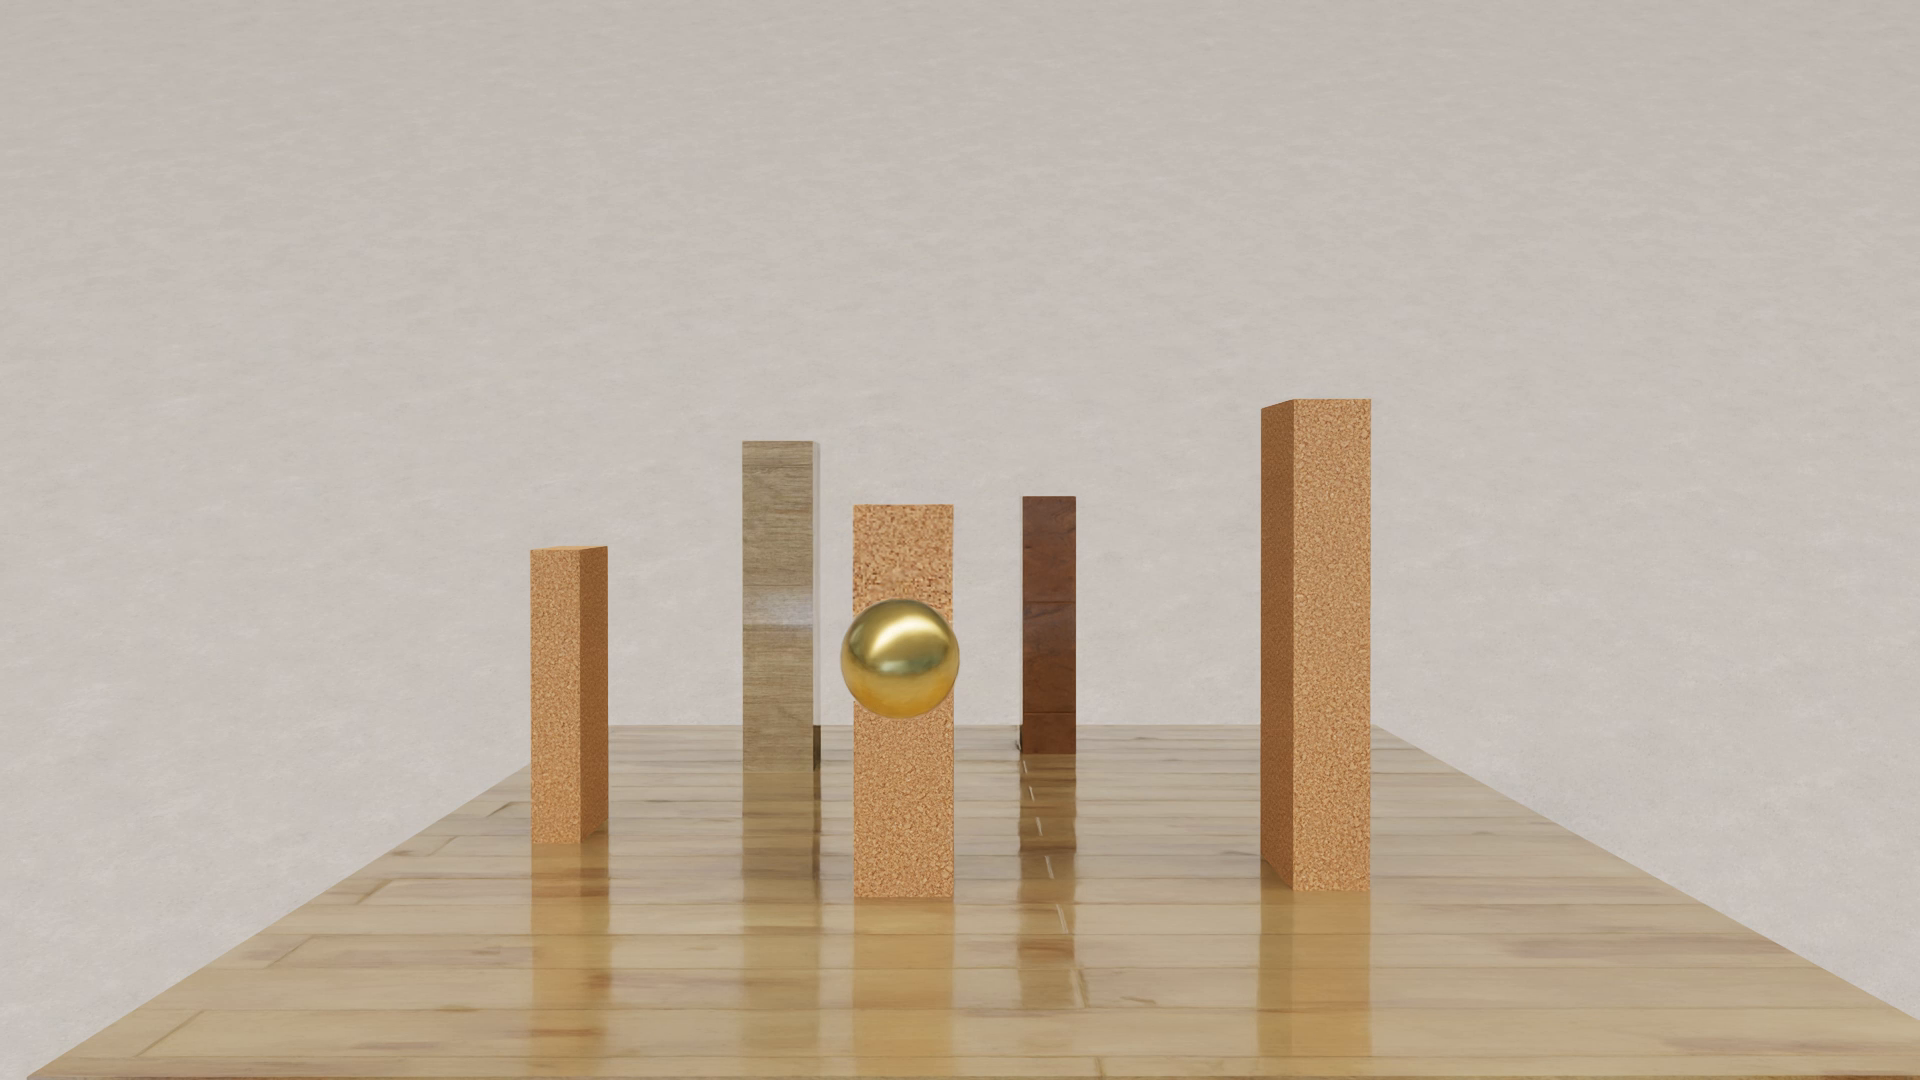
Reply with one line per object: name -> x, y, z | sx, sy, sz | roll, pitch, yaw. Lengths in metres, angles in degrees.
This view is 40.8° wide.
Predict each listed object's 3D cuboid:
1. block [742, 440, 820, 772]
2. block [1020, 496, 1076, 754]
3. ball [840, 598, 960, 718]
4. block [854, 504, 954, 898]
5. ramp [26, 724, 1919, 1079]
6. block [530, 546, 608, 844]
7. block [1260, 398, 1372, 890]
block -> -0.386, 0.138, 5.617 | 0.149, 0.700, 0.310 | 0, 1, 0
block -> 0.201, 0.190, 5.961 | 0.121, 0.583, 0.275 | 0, 1, 0
ball -> -0.063, 0.124, 2.713 | 0.127, 0.127, 0.127 | 0, 27, 0
block -> -0.082, 0.230, 3.960 | 0.145, 0.570, 0.426 | 0, 1, 0
ramp -> 0.062, 0.555, 4.592 | 2.000, 0.100, 4.000 | 0, 1, 0
block -> -0.679, 0.260, 4.506 | 0.083, 0.493, 0.350 | 0, 1, 0
block -> 0.548, 0.152, 4.007 | 0.114, 0.725, 0.411 | 0, 1, 0
